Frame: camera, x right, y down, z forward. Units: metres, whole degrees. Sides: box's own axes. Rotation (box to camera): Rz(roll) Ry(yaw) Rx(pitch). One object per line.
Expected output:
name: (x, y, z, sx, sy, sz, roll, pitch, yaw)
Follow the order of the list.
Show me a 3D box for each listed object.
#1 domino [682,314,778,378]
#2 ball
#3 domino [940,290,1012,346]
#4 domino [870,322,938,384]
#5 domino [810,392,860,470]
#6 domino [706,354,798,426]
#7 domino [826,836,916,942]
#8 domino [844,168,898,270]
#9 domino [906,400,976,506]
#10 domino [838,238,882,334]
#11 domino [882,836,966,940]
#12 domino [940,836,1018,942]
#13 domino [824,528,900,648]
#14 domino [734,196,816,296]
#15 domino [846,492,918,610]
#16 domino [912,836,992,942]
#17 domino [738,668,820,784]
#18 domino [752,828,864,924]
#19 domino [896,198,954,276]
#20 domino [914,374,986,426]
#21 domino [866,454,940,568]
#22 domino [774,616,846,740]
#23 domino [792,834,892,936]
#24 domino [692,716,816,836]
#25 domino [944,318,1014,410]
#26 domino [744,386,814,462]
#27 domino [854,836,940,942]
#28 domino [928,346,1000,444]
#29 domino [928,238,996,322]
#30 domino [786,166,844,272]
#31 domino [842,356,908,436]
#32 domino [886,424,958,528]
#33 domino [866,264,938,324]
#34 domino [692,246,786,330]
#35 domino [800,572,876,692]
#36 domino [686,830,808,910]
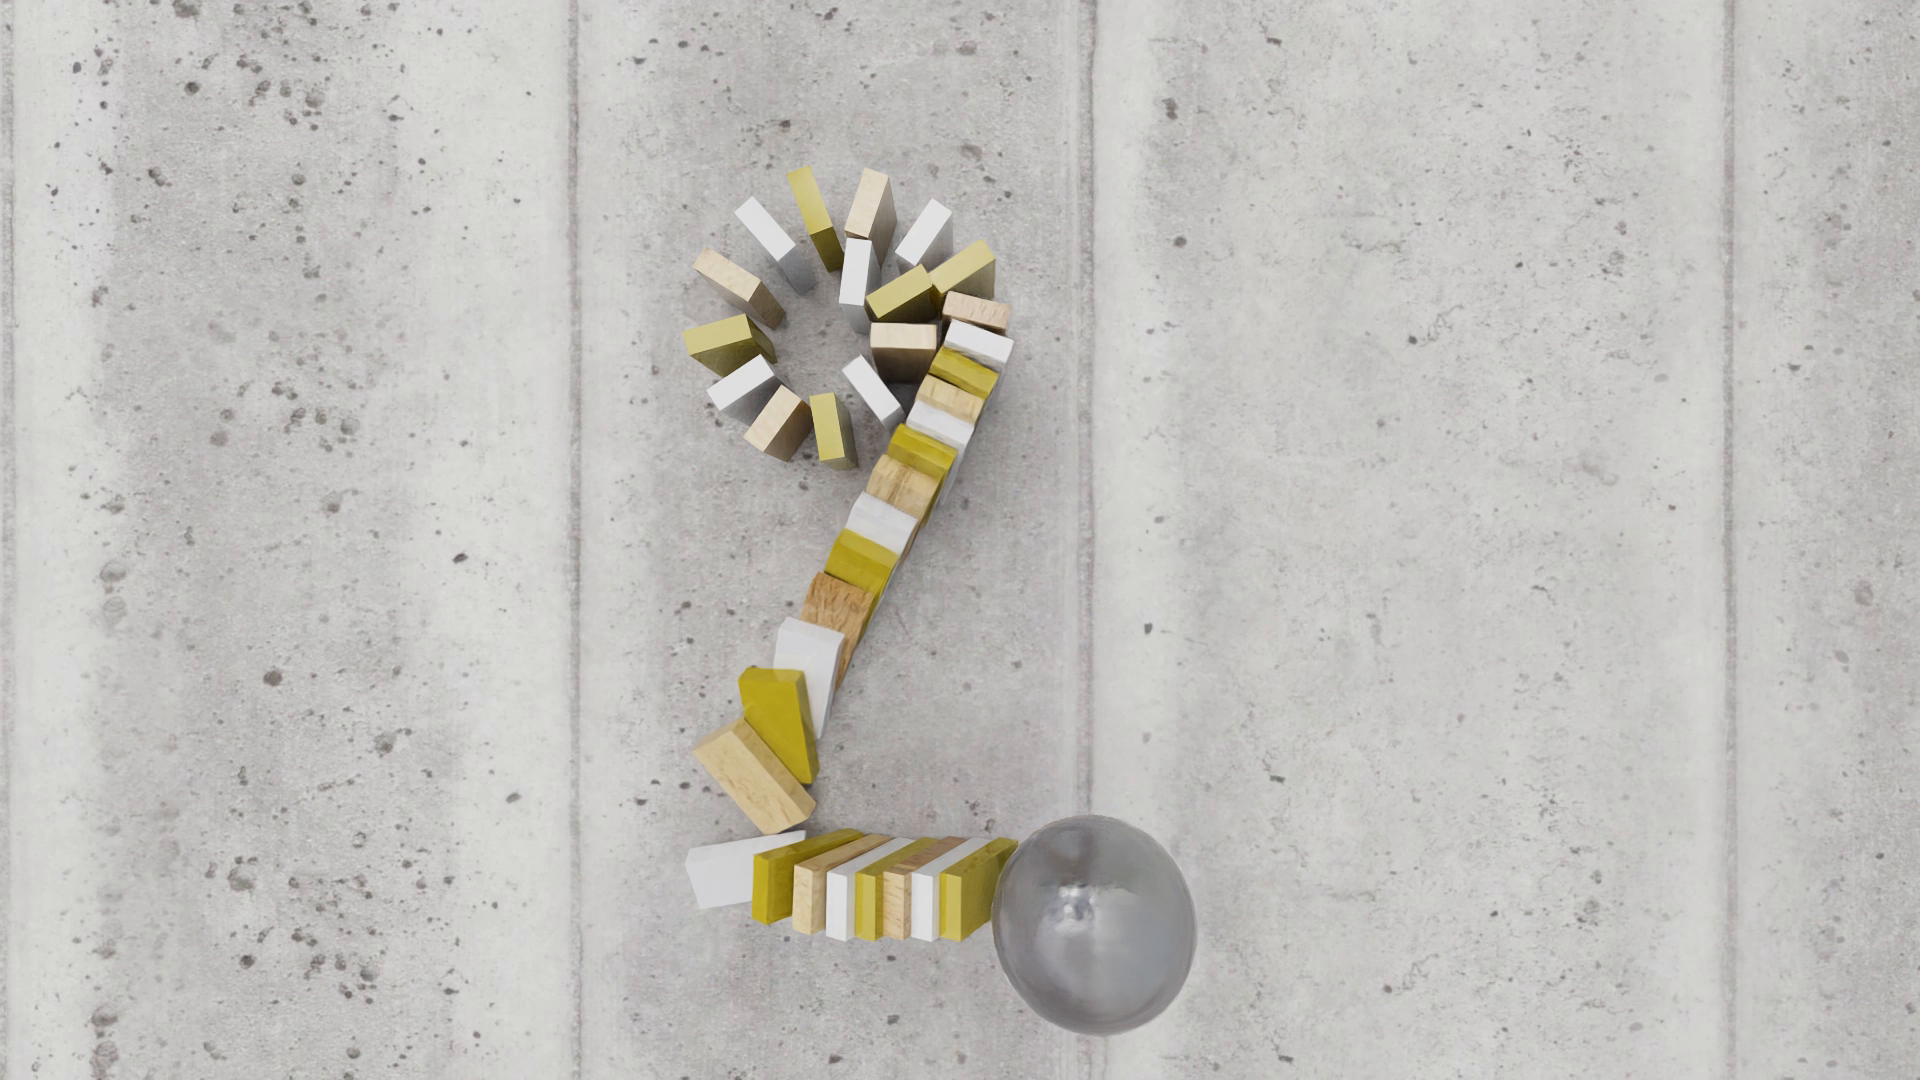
domino: (-0.093, -0.079, 0.375, 0.025, 0.050, 0.010, -16, 90, 0)
ball: (0.052, 0.149, 0.360, 0.080, 0.080, 0.080, 0, 90, 0)
domino: (0.006, -0.084, 0.375, 0.025, 0.050, 0.010, 14, 80, 0)
domino: (-0.022, -0.075, 0.375, 0.025, 0.050, 0.009, 2, 84, 0)
domino: (-0.051, -0.043, 0.375, 0.010, 0.050, 0.025, -10, 90, 0)
domino: (-0.084, -0.060, 0.375, 0.025, 0.050, 0.010, -34, 90, 0)
domino: (-0.035, 0.142, 0.376, 0.010, 0.050, 0.025, 1, 90, 30)
domino: (-0.036, -0.129, 0.375, 0.010, 0.050, 0.025, 19, 90, 0)
domino: (-0.012, -0.035, 0.376, 0.025, 0.050, 0.009, 24, 61, 0)
domino: (-0.040, -0.102, 0.375, 0.009, 0.050, 0.025, 7, 90, 0)
domino: (-0.013, 0.142, 0.376, 0.009, 0.050, 0.025, 1, 90, 30)
domino: (0.009, 0.142, 0.376, 0.009, 0.050, 0.025, 1, 90, 30)
domino: (-0.045, 0.021, 0.381, 0.025, 0.010, 0.050, 26, 129, 0)
domino: (-0.074, -0.119, 0.375, 0.010, 0.050, 0.025, -42, 90, 0)
domino: (-0.038, 0.006, 0.380, 0.025, 0.010, 0.050, 27, 132, 0)
domino: (-0.002, 0.142, 0.376, 0.010, 0.050, 0.025, 1, 90, 30)
domino: (-0.075, 0.078, 0.383, 0.025, 0.009, 0.050, 1, 114, 12)
domino: (-0.062, 0.138, 0.378, 0.010, 0.050, 0.025, 2, 90, 41)
domino: (-0.014, -0.118, 0.375, 0.010, 0.050, 0.025, 35, 90, 0)
domino: (-0.008, -0.045, 0.376, 0.025, 0.050, 0.010, 24, 61, 0)
domino: (-0.028, -0.011, 0.378, 0.025, 0.050, 0.010, 27, 51, 0)
domino: (-0.065, 0.058, 0.383, 0.025, 0.010, 0.050, 17, 119, 4)
domino: (-0.048, 0.140, 0.376, 0.009, 0.050, 0.025, 2, 90, 33)
domino: (-0.086, 0.100, 0.385, 0.025, 0.010, 0.050, -30, 104, 26)
domino: (0.005, -0.071, 0.375, 0.025, 0.050, 0.009, 20, 76, 0)
domino: (-0.072, -0.046, 0.375, 0.010, 0.050, 0.025, 36, 90, 0)
domino: (-0.024, 0.142, 0.376, 0.009, 0.050, 0.025, 1, 90, 30)
domino: (-0.003, -0.056, 0.375, 0.025, 0.050, 0.009, 27, 65, 0)
domino: (0.001, -0.104, 0.375, 0.025, 0.050, 0.009, -33, 87, 0)
domino: (-0.057, -0.130, 0.375, 0.010, 0.050, 0.025, -21, 90, 0)
domino: (-0.033, -0.056, 0.374, 0.009, 0.050, 0.025, -38, 85, 0)
domino: (-0.019, -0.025, 0.376, 0.025, 0.050, 0.009, 27, 61, 0)
domino: (-0.023, -0.095, 0.375, 0.025, 0.050, 0.009, -31, 90, 0)
domino: (-0.089, -0.102, 0.375, 0.025, 0.050, 0.009, 32, 90, 0)
domino: (-0.055, 0.039, 0.382, 0.025, 0.009, 0.050, 23, 124, 0)
domino: (-0.088, 0.140, 0.391, 0.050, 0.009, 0.025, -9, 114, 0)
